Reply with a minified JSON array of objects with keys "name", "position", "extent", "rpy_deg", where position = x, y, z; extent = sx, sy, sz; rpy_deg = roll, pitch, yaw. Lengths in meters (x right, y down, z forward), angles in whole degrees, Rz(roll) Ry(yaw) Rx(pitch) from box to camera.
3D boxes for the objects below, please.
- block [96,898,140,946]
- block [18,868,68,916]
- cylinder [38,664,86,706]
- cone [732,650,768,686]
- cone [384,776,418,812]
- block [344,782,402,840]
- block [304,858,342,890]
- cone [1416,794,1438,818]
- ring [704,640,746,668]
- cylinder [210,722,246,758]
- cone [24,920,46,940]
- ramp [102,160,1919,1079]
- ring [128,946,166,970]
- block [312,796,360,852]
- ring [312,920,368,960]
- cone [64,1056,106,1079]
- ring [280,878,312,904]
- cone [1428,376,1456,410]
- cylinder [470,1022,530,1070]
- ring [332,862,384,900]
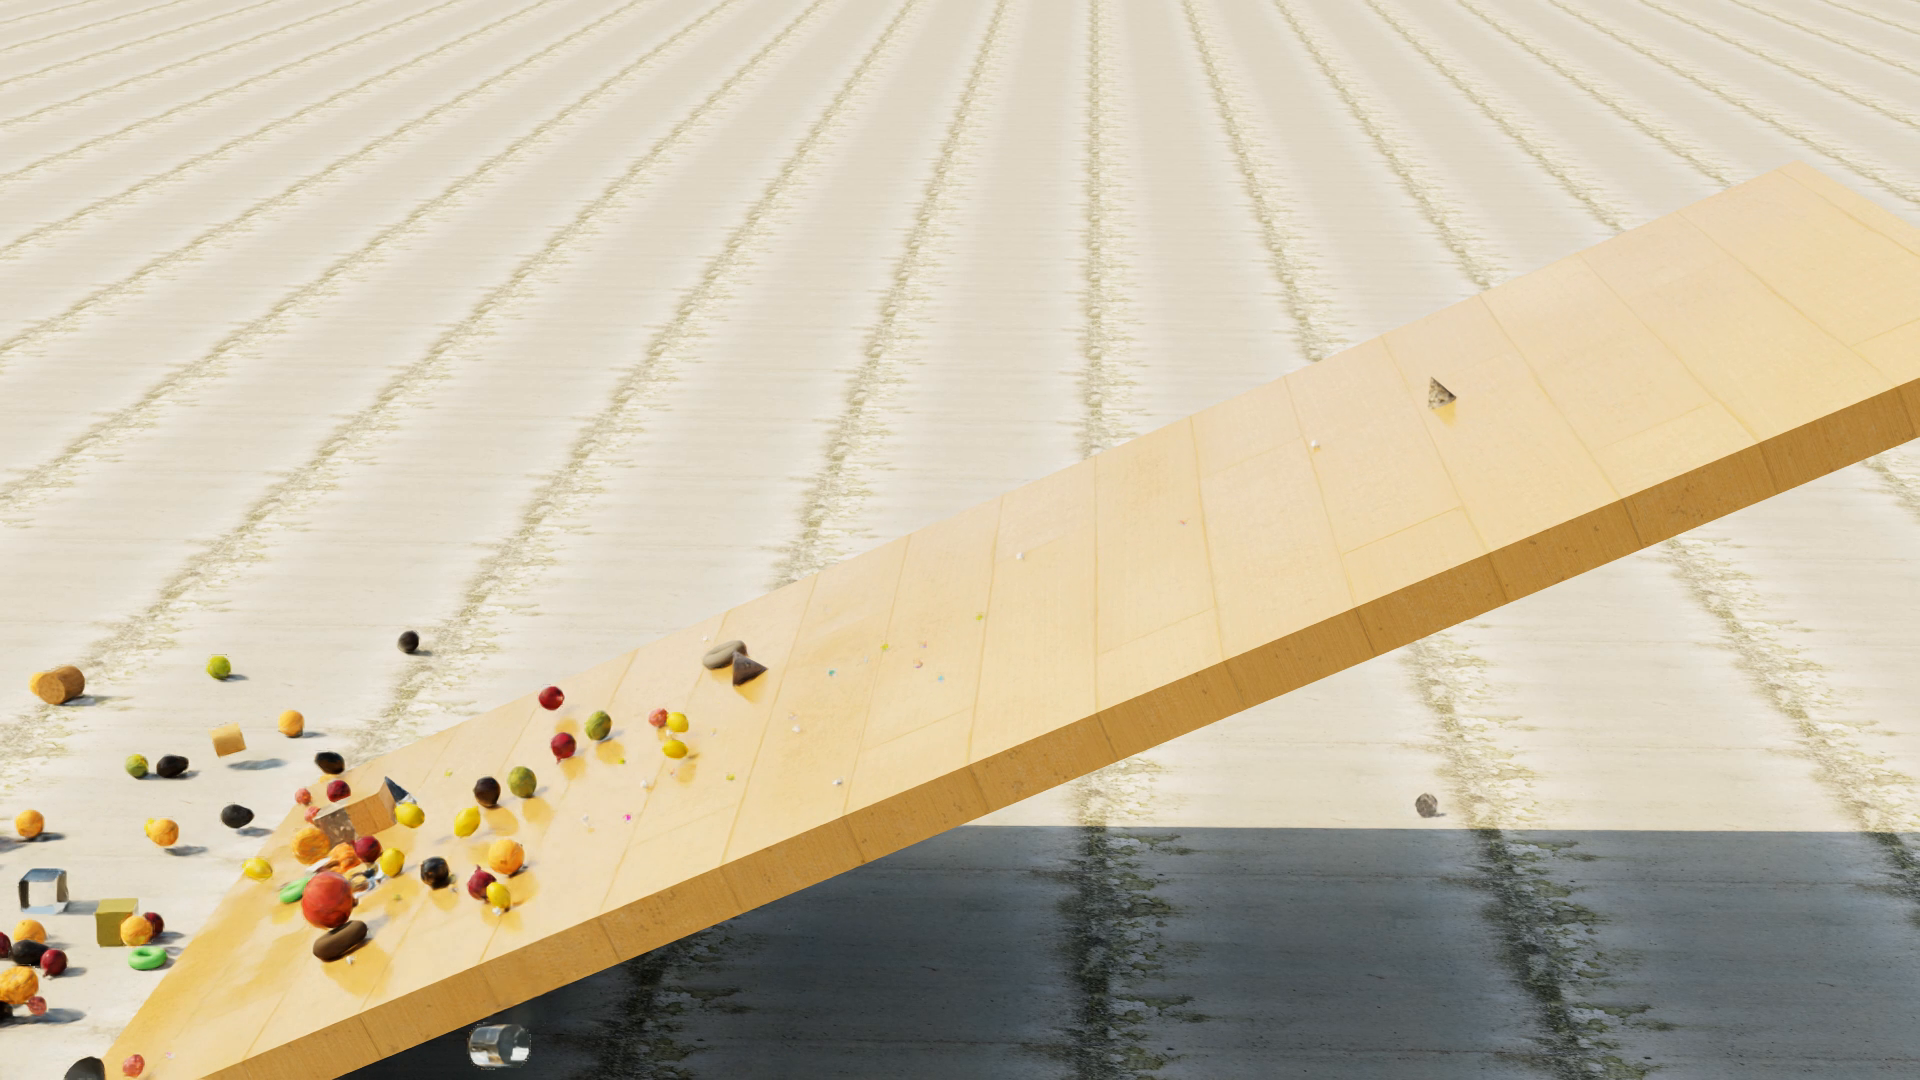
[{"name":"block","position":[-1.943,0.882,6.790],"extent":[0.084,0.084,0.084],"rpy_deg":[-2,15,-6]},{"name":"block","position":[-2.173,0.834,6.973],"extent":[0.083,0.083,0.083],"rpy_deg":[2,15,7]},{"name":"cylinder","position":[-2.595,0.419,8.496],"extent":[0.094,0.094,0.094],"rpy_deg":[6,20,23]},{"name":"cone","position":[-0.470,0.289,6.612],"extent":[0.082,0.082,0.082],"rpy_deg":[1,15,-7]},{"name":"cone","position":[-1.324,0.587,6.868],"extent":[0.089,0.089,0.089],"rpy_deg":[-23,13,6]},{"name":"block","position":[-1.354,0.624,6.784],"extent":[0.087,0.087,0.087],"rpy_deg":[-24,13,5]},{"name":"block","position":[-1.405,0.739,6.493],"extent":[0.051,0.051,0.051],"rpy_deg":[-34,16,-37]},{"name":"cone","position":[1.197,0.691,7.609],"extent":[0.064,0.064,0.064],"rpy_deg":[-4,-11,-13]},{"name":"ring","position":[-0.548,0.267,6.846],"extent":[0.107,0.036,0.107],"rpy_deg":[-23,12,5]},{"name":"cylinder","position":[-1.978,0.540,7.947],"extent":[0.078,0.078,0.078],"rpy_deg":[-18,19,-13]},{"name":"cone","position":[-2.127,0.912,6.796],"extent":[0.051,0.051,0.051],"rpy_deg":[33,25,14]},{"name":"ramp","position":[0.132,0.170,6.284],"extent":[4.000,0.100,2.000],"rpy_deg":[-23,13,8]},{"name":"ring","position":[-1.840,0.947,6.658],"extent":[0.087,0.029,0.087],"rpy_deg":[-1,16,0]},{"name":"block","position":[-1.433,0.656,6.805],"extent":[0.084,0.084,0.084],"rpy_deg":[-23,13,7]},{"name":"ring","position":[-1.254,0.808,5.948],"extent":[0.120,0.040,0.120],"rpy_deg":[-26,6,3]},{"name":"cone","position":[-1.670,1.062,5.687],"extent":[0.094,0.094,0.094],"rpy_deg":[22,26,40]},{"name":"ring","position":[-1.469,0.776,6.517],"extent":[0.083,0.028,0.083],"rpy_deg":[-25,13,6]},{"name":"cone","position":[1.013,-0.321,6.256],"extent":[0.065,0.065,0.065],"rpy_deg":[-23,13,6]},{"name":"cylinder","position":[-0.826,0.907,5.274],"extent":[0.076,0.076,0.076],"rpy_deg":[-18,3,35]},{"name":"ring","position":[-1.297,0.735,6.335],"extent":[0.123,0.041,0.123],"rpy_deg":[-22,14,6]}]
